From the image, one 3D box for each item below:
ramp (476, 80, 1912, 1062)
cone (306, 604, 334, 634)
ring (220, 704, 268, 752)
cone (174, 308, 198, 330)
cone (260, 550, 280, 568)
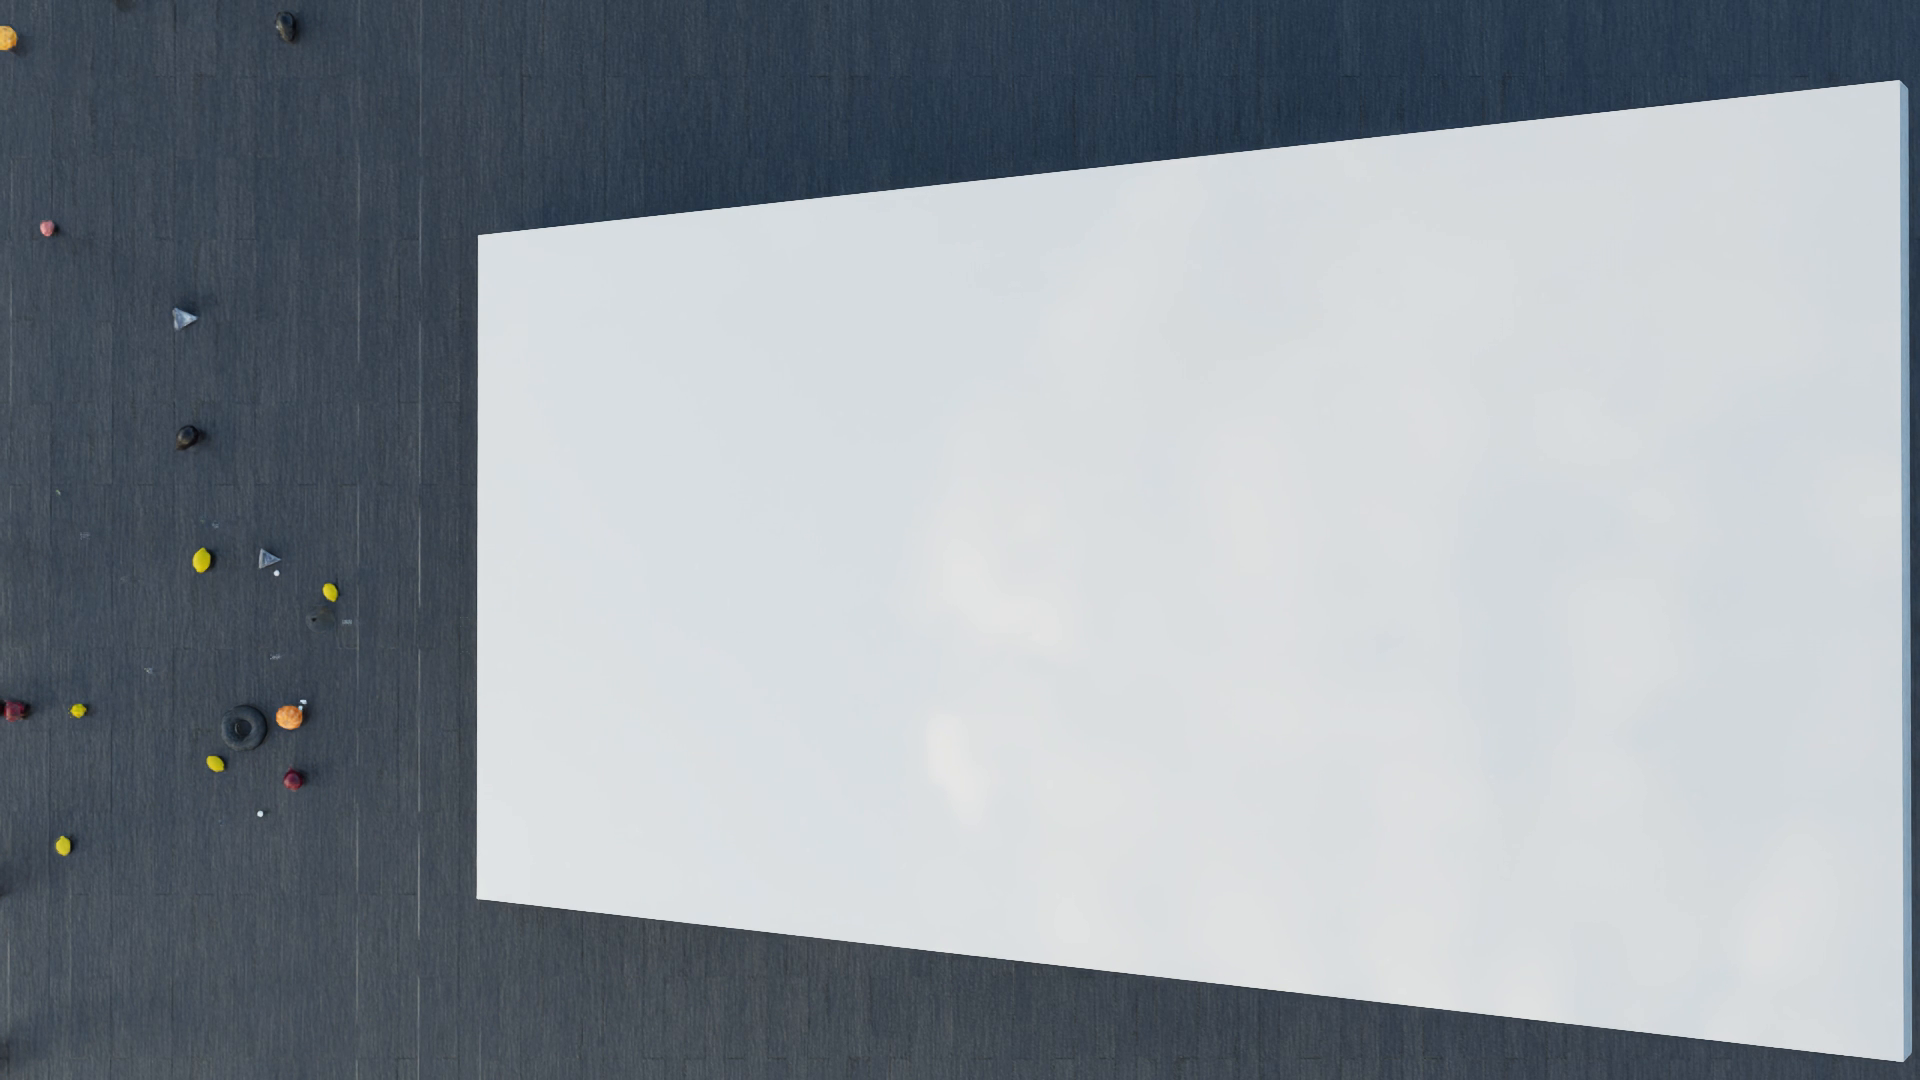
[{"bbox_3d":[0.259,0.071,5.597,4.000,0.100,2.000,0,89,33],"label":"ramp"},{"bbox_3d":[-1.954,0.241,6.669,0.088,0.088,0.088,0,89,0],"label":"cone"},{"bbox_3d":[-2.178,0.572,6.687,0.143,0.048,0.143,0,89,-1],"label":"ring"},{"bbox_3d":[-2.356,-0.676,6.705,0.071,0.071,0.071,-8,89,-27],"label":"cone"},{"bbox_3d":[-2.099,0.059,6.701,0.061,0.061,0.061,4,89,-27],"label":"cone"}]
